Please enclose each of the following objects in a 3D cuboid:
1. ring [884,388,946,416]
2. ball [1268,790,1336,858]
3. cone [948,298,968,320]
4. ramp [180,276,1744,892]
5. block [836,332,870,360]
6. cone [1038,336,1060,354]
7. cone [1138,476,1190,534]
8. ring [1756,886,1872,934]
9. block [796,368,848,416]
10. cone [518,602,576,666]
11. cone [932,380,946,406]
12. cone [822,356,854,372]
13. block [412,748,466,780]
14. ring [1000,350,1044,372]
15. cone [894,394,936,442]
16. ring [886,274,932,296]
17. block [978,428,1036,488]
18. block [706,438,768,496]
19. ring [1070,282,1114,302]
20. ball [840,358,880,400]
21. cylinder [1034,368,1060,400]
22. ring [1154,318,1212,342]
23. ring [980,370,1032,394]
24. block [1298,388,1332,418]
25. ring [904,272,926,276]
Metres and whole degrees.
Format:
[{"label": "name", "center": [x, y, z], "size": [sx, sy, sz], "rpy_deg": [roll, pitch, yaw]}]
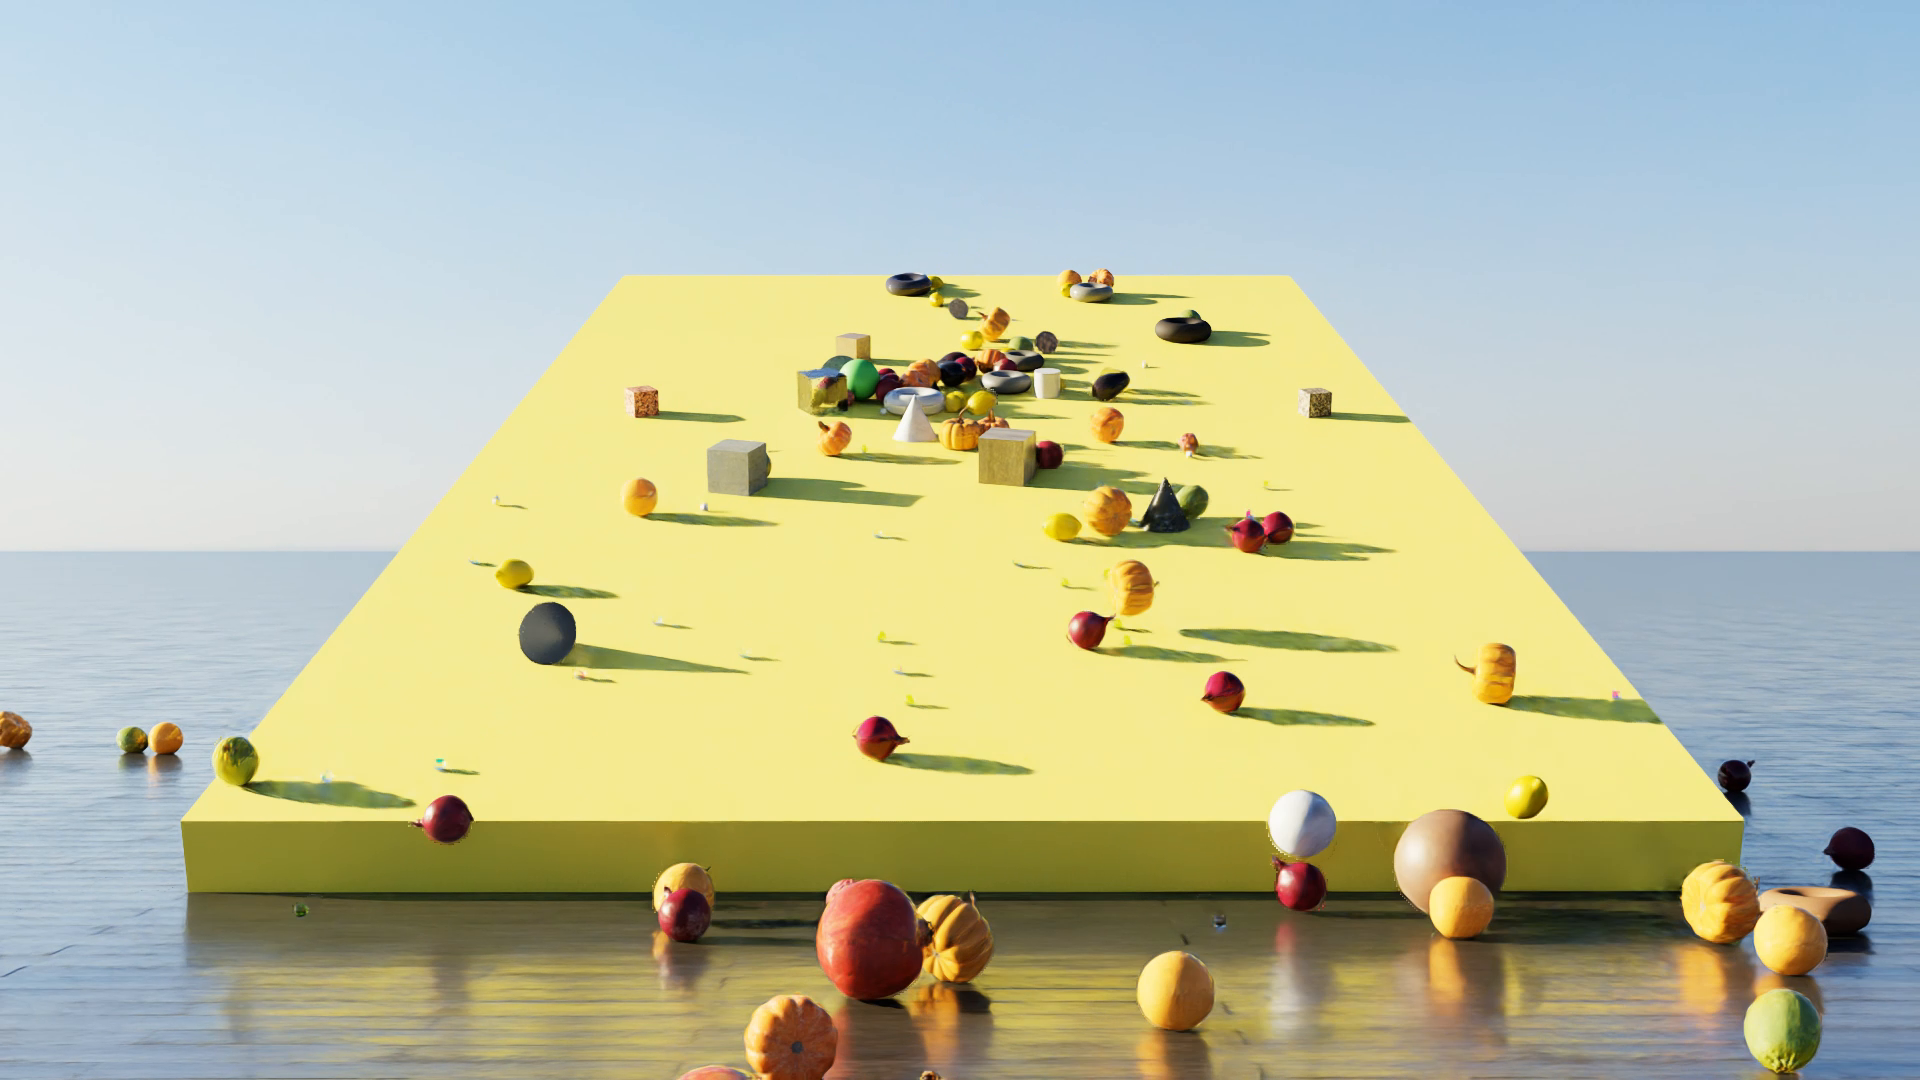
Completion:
[{"label": "ring", "center": [-0.102, -0.310, 4.978], "size": [0.140, 0.047, 0.140], "rpy_deg": [1, 16, 0]}, {"label": "ball", "center": [0.423, 0.350, 2.740], "size": [0.083, 0.083, 0.083], "rpy_deg": [0, 0, 0]}, {"label": "cone", "center": [-0.014, -0.620, 6.040], "size": [0.058, 0.058, 0.058], "rpy_deg": [0, -11, -22]}, {"label": "ramp", "center": [-0.003, -0.170, 4.766], "size": [2.000, 0.100, 4.000], "rpy_deg": [0, 17, 0]}, {"label": "block", "center": [-0.264, -0.475, 5.495], "size": [0.062, 0.062, 0.062], "rpy_deg": [10, 20, 31]}, {"label": "cone", "center": [0.210, -0.492, 5.613], "size": [0.060, 0.060, 0.060], "rpy_deg": [0, 15, -26]}, {"label": "cone", "center": [0.379, -0.073, 4.103], "size": [0.097, 0.097, 0.097], "rpy_deg": [0, 17, 0]}, {"label": "ring", "center": [0.998, 0.433, 2.596], "size": [0.128, 0.043, 0.128], "rpy_deg": [-1, -1, 0]}, {"label": "block", "center": [-0.310, -0.333, 4.986], "size": [0.085, 0.085, 0.085], "rpy_deg": [-9, 19, -26]}, {"label": "cone", "center": [-0.619, 0.152, 3.445], "size": [0.098, 0.098, 0.098], "rpy_deg": [0, -11, 16]}, {"label": "cone", "center": [-0.057, -0.337, 5.047], "size": [0.057, 0.057, 0.057], "rpy_deg": [0, 17, 0]}, {"label": "cone", "center": [-0.271, -0.371, 5.181], "size": [0.099, 0.099, 0.099], "rpy_deg": [0, -10, 5]}, {"label": "block", "center": [-0.701, 0.310, 2.988], "size": [0.057, 0.057, 0.057], "rpy_deg": [-1, -1, 2]}, {"label": "ring", "center": [0.151, -0.438, 5.419], "size": [0.110, 0.037, 0.110], "rpy_deg": [1, 16, 0]}, {"label": "cone", "center": [-0.097, -0.266, 4.748], "size": [0.094, 0.094, 0.094], "rpy_deg": [0, 17, 0]}, {"label": "ring", "center": [-0.148, -0.734, 6.384], "size": [0.136, 0.045, 0.136], "rpy_deg": [-1, 21, 0]}, {"label": "block", "center": [0.094, -0.166, 4.416], "size": [0.093, 0.093, 0.093], "rpy_deg": [5, 17, 16]}, {"label": "block", "center": [-0.437, -0.142, 4.346], "size": [0.088, 0.088, 0.088], "rpy_deg": [6, 18, 19]}, {"label": "ring", "center": [0.373, -0.701, 6.286], "size": [0.126, 0.042, 0.126], "rpy_deg": [1, 17, 0]}, {"label": "ball", "center": [-0.231, -0.366, 5.075], "size": [0.096, 0.096, 0.096], "rpy_deg": [0, 0, 0]}, {"label": "cylinder", "center": [0.202, -0.362, 5.125], "size": [0.060, 0.060, 0.060], "rpy_deg": [0, 17, 0]}, {"label": "ring", "center": [0.579, -0.545, 5.756], "size": [0.148, 0.049, 0.148], "rpy_deg": [1, 16, 0]}, {"label": "ring", "center": [0.108, -0.369, 5.184], "size": [0.120, 0.040, 0.120], "rpy_deg": [1, 16, 0]}, {"label": "block", "center": [0.792, -0.307, 4.953], "size": [0.055, 0.055, 0.055], "rpy_deg": [-5, 18, -17]}, {"label": "ring", "center": [-0.139, -0.765, 6.514], "size": [0.093, 0.031, 0.093], "rpy_deg": [1, 18, 0]}]
